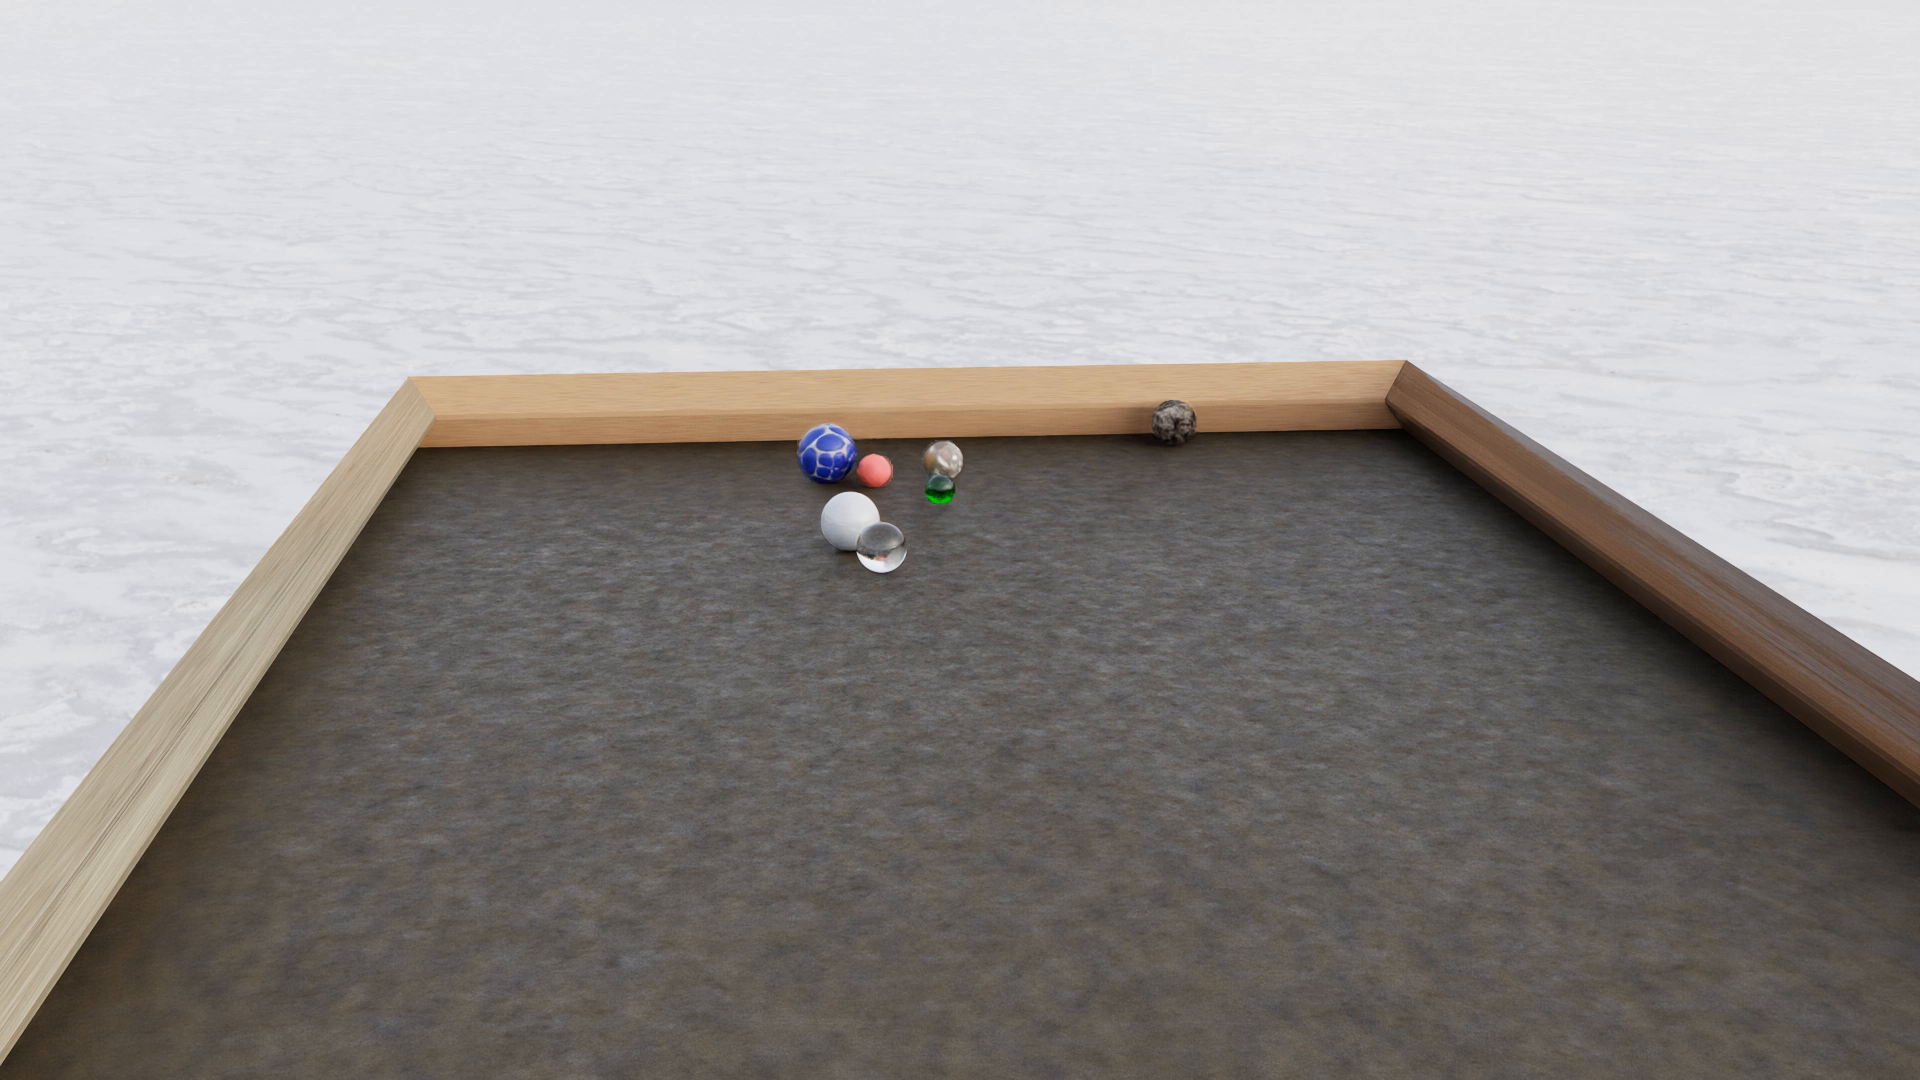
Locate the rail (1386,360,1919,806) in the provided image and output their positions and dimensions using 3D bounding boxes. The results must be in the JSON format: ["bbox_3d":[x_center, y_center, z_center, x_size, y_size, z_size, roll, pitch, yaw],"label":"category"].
[{"bbox_3d":[0.820,0.146,2.092,0.045,0.109,2.940,-1,15,-5],"label":"rail"}]

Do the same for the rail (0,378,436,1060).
[{"bbox_3d":[-0.687,0.182,1.960,0.045,0.109,2.940,-1,15,-5],"label":"rail"}]

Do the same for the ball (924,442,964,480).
[{"bbox_3d":[-0.024,-0.114,3.169,0.057,0.057,0.057,0,15,0],"label":"ball"}]

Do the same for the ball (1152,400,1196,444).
[{"bbox_3d":[0.331,-0.182,3.398,0.069,0.069,0.069,0,15,0],"label":"ball"}]

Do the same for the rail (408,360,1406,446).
[{"bbox_3d":[-0.064,-0.209,3.417,1.560,0.109,0.045,-1,15,-5],"label":"rail"}]

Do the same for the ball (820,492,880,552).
[{"bbox_3d":[-0.139,-0.024,2.796,0.076,0.076,0.076,0,15,0],"label":"ball"}]

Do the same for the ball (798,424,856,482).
[{"bbox_3d":[-0.191,-0.125,3.157,0.084,0.084,0.084,0,15,0],"label":"ball"}]

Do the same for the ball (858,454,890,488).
[{"bbox_3d":[-0.122,-0.098,3.129,0.047,0.047,0.047,0,15,0],"label":"ball"}]

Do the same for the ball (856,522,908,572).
[{"bbox_3d":[-0.096,0.009,2.699,0.063,0.063,0.063,0,15,0],"label":"ball"}]

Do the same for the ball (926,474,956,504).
[{"bbox_3d":[-0.027,-0.070,3.033,0.041,0.041,0.041,0,15,0],"label":"ball"}]
